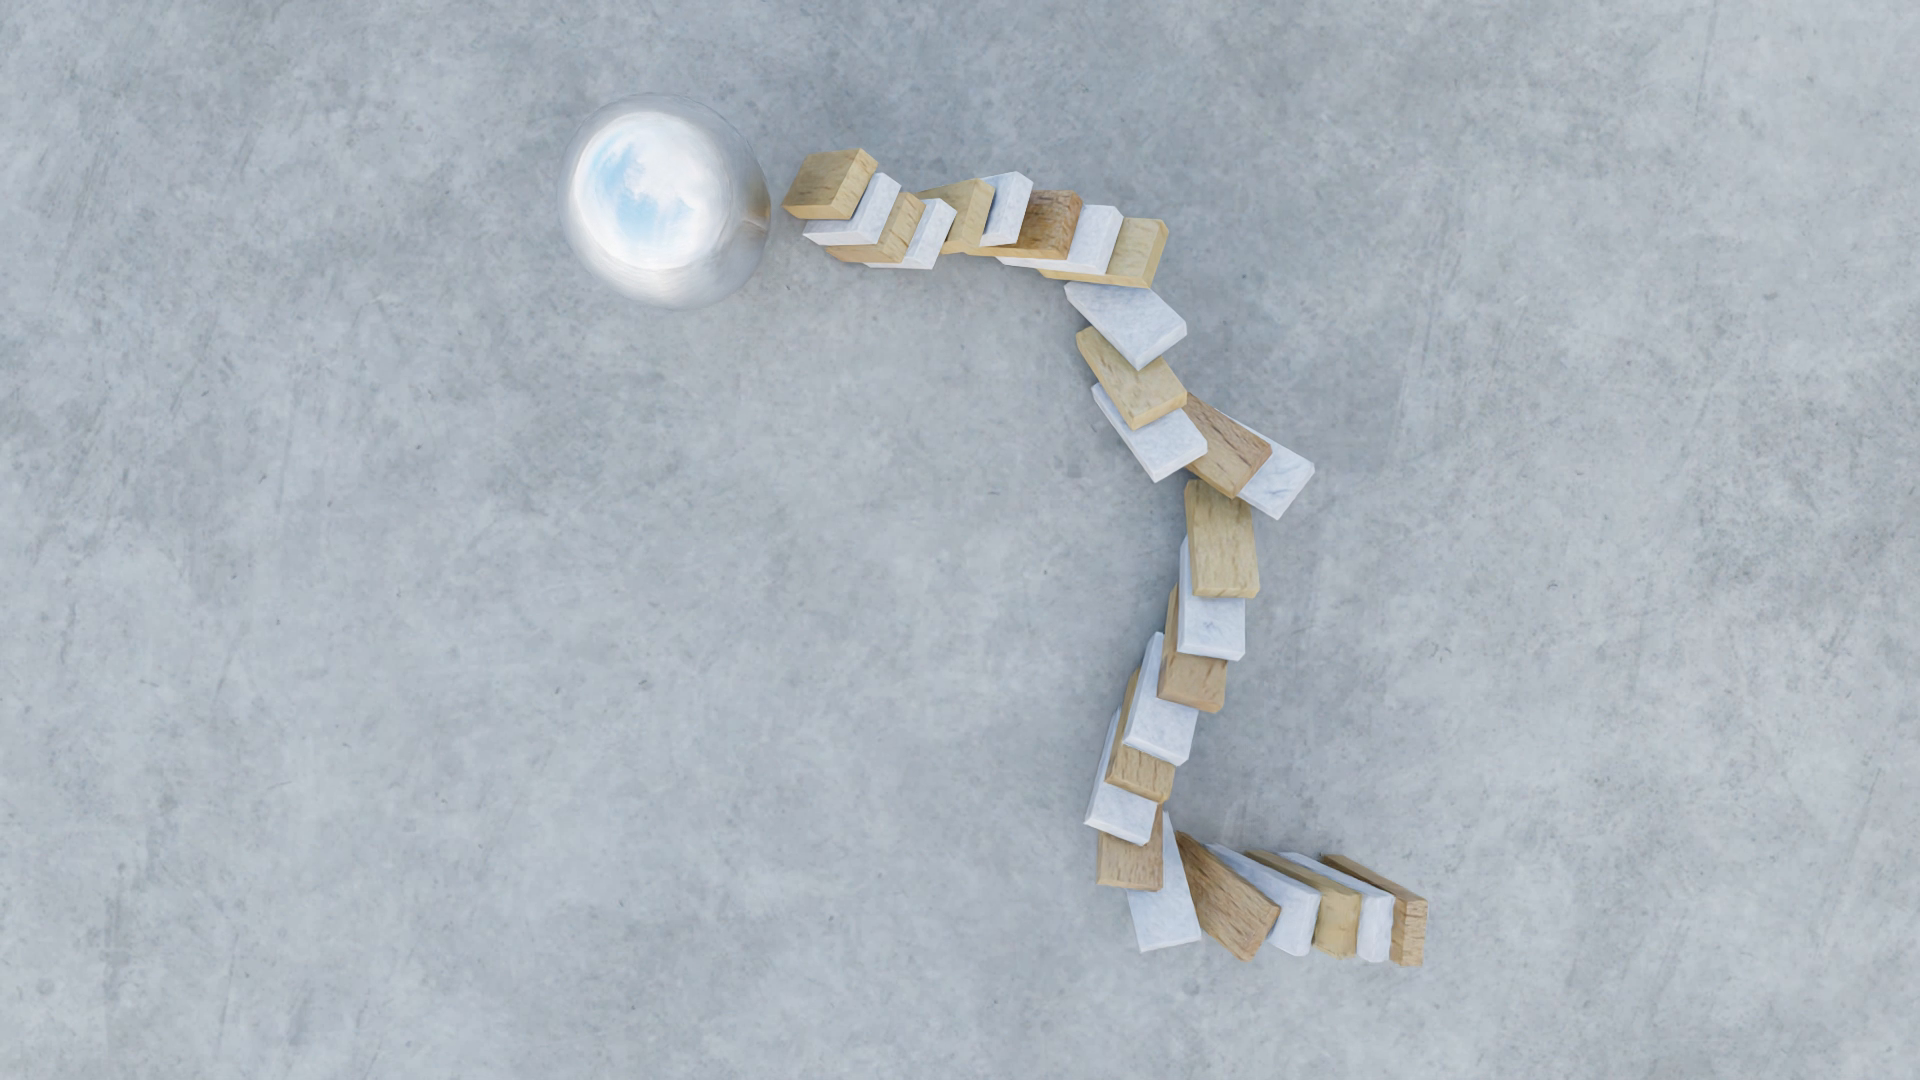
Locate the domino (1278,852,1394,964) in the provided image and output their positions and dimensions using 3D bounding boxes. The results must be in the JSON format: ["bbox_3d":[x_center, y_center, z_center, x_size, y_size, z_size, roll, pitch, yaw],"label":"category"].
[{"bbox_3d":[0.152,0.149,0.376,0.010,0.050,0.025,5,90,-28],"label":"domino"}]

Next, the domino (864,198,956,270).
[{"bbox_3d":[-0.023,-0.126,0.377,0.009,0.050,0.025,23,90,-38],"label":"domino"}]

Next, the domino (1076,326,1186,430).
[{"bbox_3d":[0.071,-0.072,0.384,0.025,0.009,0.050,-26,62,0],"label":"domino"}]

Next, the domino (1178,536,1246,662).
[{"bbox_3d":[0.105,0.024,0.384,0.025,0.009,0.050,9,62,0],"label":"domino"}]

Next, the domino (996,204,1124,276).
[{"bbox_3d":[0.040,-0.126,0.382,0.050,0.009,0.025,18,90,34],"label":"domino"}]

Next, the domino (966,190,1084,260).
[{"bbox_3d":[0.024,-0.132,0.382,0.050,0.010,0.025,15,89,34],"label":"domino"}]

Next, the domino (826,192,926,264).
[{"bbox_3d":[-0.036,-0.128,0.377,0.009,0.050,0.025,23,90,-38],"label":"domino"}]

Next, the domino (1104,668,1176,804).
[{"bbox_3d":[0.079,0.081,0.383,0.025,0.010,0.050,22,58,0],"label":"domino"}]

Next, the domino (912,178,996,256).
[{"bbox_3d":[-0.008,-0.131,0.377,0.010,0.050,0.025,16,90,-38],"label":"domino"}]

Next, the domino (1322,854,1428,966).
[{"bbox_3d":[0.167,0.150,0.375,0.009,0.050,0.025,5,90,-16],"label":"domino"}]

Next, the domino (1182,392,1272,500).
[{"bbox_3d":[0.102,-0.042,0.383,0.050,0.009,0.025,41,91,30],"label":"domino"}]

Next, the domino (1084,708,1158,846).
[{"bbox_3d":[0.071,0.098,0.382,0.025,0.010,0.050,21,58,1],"label":"domino"}]

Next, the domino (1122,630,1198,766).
[{"bbox_3d":[0.087,0.065,0.382,0.025,0.009,0.050,23,58,1],"label":"domino"}]

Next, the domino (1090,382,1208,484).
[{"bbox_3d":[0.079,-0.051,0.384,0.025,0.009,0.050,-31,62,2],"label":"domino"}]

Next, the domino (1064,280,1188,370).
[{"bbox_3d":[0.069,-0.096,0.384,0.025,0.010,0.050,-37,63,0],"label":"domino"}]

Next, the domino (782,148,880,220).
[{"bbox_3d":[-0.055,-0.146,0.377,0.009,0.050,0.025,27,90,-38],"label":"domino"}]

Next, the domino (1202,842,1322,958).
[{"bbox_3d":[0.121,0.147,0.378,0.009,0.050,0.025,12,90,-40],"label":"domino"}]

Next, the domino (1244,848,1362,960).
[{"bbox_3d":[0.138,0.148,0.376,0.009,0.050,0.025,7,90,-32],"label":"domino"}]

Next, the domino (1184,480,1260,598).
[{"bbox_3d":[0.109,-0.001,0.385,0.025,0.010,0.050,2,64,0],"label":"domino"}]

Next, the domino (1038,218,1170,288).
[{"bbox_3d":[0.059,-0.121,0.382,0.050,0.010,0.025,17,87,33],"label":"domino"}]

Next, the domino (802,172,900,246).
[{"bbox_3d":[-0.045,-0.136,0.377,0.009,0.050,0.025,23,90,-38],"label":"domino"}]

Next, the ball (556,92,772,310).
[{"bbox_3d":[-0.115,-0.131,0.360,0.080,0.080,0.080,0,90,0],"label":"ball"}]

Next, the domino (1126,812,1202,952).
[{"bbox_3d":[0.081,0.141,0.381,0.025,0.009,0.050,-13,55,5],"label":"domino"}]

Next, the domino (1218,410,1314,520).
[{"bbox_3d":[0.119,-0.033,0.383,0.050,0.010,0.025,38,89,30],"label":"domino"}]

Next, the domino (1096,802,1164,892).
[{"bbox_3d":[0.071,0.118,0.383,0.025,0.009,0.050,8,58,0],"label":"domino"}]

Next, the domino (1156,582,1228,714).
[{"bbox_3d":[0.099,0.045,0.384,0.025,0.009,0.050,15,61,0],"label":"domino"}]

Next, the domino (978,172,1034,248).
[{"bbox_3d":[0.007,-0.135,0.378,0.009,0.050,0.025,16,90,-40],"label":"domino"}]

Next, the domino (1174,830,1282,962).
[{"bbox_3d":[0.104,0.146,0.378,0.009,0.050,0.025,30,91,-43],"label":"domino"}]
